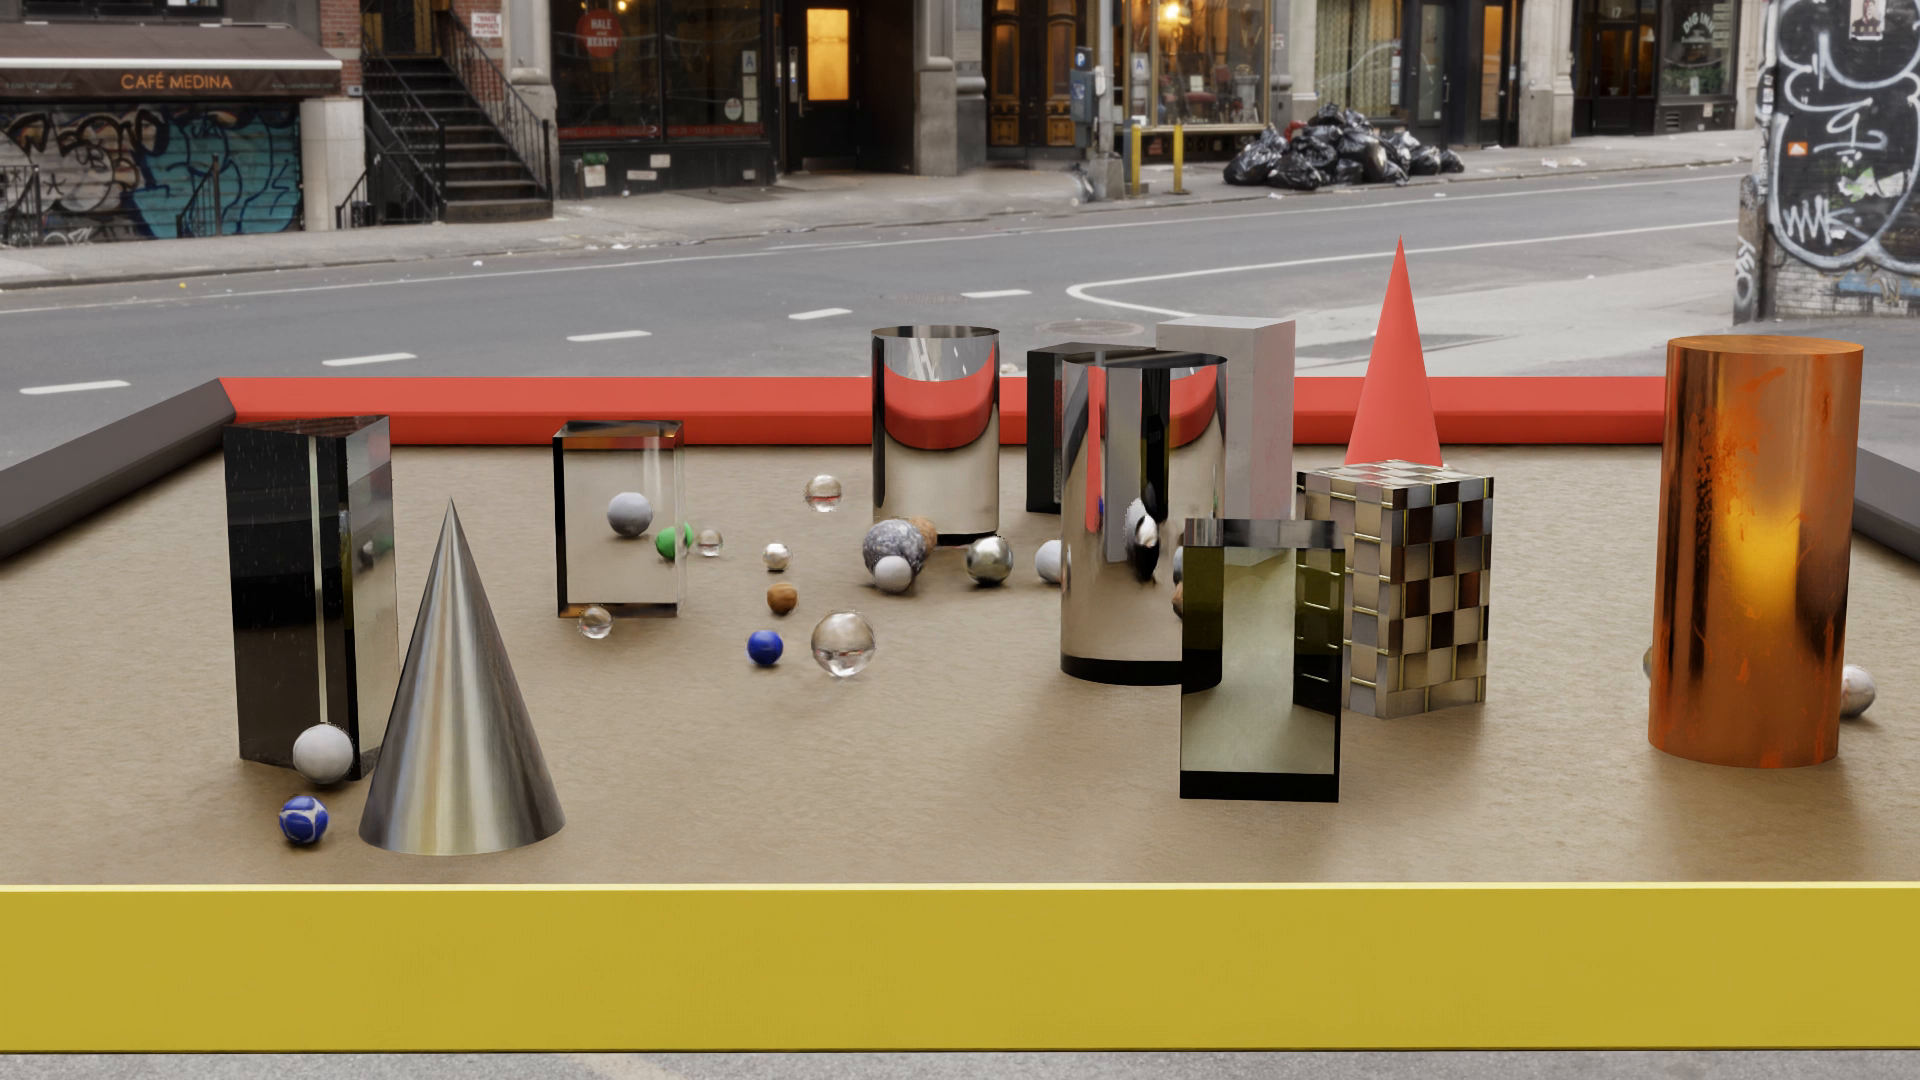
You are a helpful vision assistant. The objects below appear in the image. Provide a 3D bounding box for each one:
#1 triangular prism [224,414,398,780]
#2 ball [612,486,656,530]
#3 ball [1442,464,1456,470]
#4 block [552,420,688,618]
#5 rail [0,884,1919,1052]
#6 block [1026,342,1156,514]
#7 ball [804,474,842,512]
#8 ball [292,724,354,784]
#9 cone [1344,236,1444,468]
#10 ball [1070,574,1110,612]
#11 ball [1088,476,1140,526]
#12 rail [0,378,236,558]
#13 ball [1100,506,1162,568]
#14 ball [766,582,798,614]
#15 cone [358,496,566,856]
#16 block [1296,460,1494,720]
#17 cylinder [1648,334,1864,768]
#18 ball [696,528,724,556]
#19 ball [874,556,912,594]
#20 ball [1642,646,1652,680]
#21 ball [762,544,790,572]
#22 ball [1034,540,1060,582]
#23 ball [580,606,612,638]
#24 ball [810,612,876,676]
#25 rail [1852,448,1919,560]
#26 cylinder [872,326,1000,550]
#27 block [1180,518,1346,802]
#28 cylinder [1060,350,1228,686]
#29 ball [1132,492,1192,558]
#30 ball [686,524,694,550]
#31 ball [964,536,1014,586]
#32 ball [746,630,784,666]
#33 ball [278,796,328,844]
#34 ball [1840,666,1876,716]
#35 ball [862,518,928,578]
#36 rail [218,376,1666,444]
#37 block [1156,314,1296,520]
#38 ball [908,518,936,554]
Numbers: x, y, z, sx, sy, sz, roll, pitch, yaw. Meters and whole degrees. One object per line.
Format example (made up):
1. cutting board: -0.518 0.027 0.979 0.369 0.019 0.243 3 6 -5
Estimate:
1. triangular prism: -0.655 0.053 2.719 0.172 0.358 0.149 7 12 32
2. ball: -0.517 -0.052 4.073 0.071 0.071 0.071 0 10 0
3. ball: 0.811 -0.095 4.313 0.067 0.067 0.067 0 10 0
4. block: -0.459 -0.030 3.481 0.159 0.244 0.159 0 10 -1
5. rail: 0.009 0.314 1.929 2.860 0.129 0.045 0 10 0
6. block: 0.218 -0.184 4.249 0.159 0.266 0.159 6 12 29
7. ball: -0.226 -0.077 4.232 0.062 0.062 0.062 0 10 0
8. ball: -0.649 0.218 2.616 0.060 0.060 0.060 0 10 0
9. cone: 0.686 -0.247 4.036 0.198 0.467 0.198 0 10 0
10. ball: 0.175 0.071 3.463 0.052 0.052 0.052 0 10 0
11. ball: 0.245 -0.058 4.066 0.086 0.086 0.086 0 10 0
12. rail: -1.406 0.035 3.441 0.045 0.129 3.139 0 10 0
13. ball: 0.251 -0.004 3.757 0.092 0.092 0.092 0 10 0
14. ball: -0.240 0.077 3.454 0.042 0.042 0.042 0 10 0
15. cone: -0.483 0.117 2.463 0.198 0.325 0.198 0 10 0
16. block: 0.500 0.053 2.974 0.159 0.264 0.159 -7 13 -34
17. cylinder: 0.850 0.007 2.749 0.198 0.436 0.198 0 10 0
18. ball: -0.376 0.003 3.859 0.041 0.041 0.041 0 10 0
19. ball: -0.093 0.048 3.583 0.053 0.053 0.053 0 10 0
20. ball: 0.796 0.139 2.891 0.053 0.053 0.053 0 10 0
21. ball: -0.268 0.025 3.738 0.041 0.041 0.041 0 10 0
22. ball: 0.137 0.031 3.656 0.060 0.060 0.060 0 10 0
23. ball: -0.468 0.106 3.300 0.042 0.042 0.042 0 10 0
24. ball: -0.141 0.125 3.098 0.078 0.078 0.078 0 10 0
25. rail: 1.406 0.032 3.457 0.045 0.129 3.139 0 10 0
26. cylinder: -0.038 -0.162 3.975 0.198 0.323 0.198 0 10 0
27. block: 0.307 0.120 2.628 0.159 0.259 0.159 1 11 5
28. cylinder: 0.221 -0.031 3.112 0.198 0.379 0.198 0 10 0
29. ball: 0.297 -0.023 3.838 0.099 0.099 0.099 0 10 0
30. ball: -0.429 -0.006 3.880 0.050 0.050 0.050 0 10 0
31. ball: 0.041 0.030 3.636 0.070 0.070 0.070 0 10 0
32. ball: -0.239 0.132 3.152 0.045 0.045 0.045 0 10 0
33. ball: -0.622 0.265 2.430 0.046 0.046 0.046 0 10 0
34. ball: 1.006 0.172 2.905 0.056 0.056 0.056 0 10 0
35. ball: -0.093 0.016 3.648 0.092 0.092 0.092 0 10 0
36. rail: -0.009 -0.248 4.969 2.860 0.129 0.045 0 10 0
37. block: 0.402 -0.160 3.903 0.159 0.346 0.159 6 12 29
38. ball: -0.064 -0.003 3.845 0.058 0.058 0.058 0 10 0
